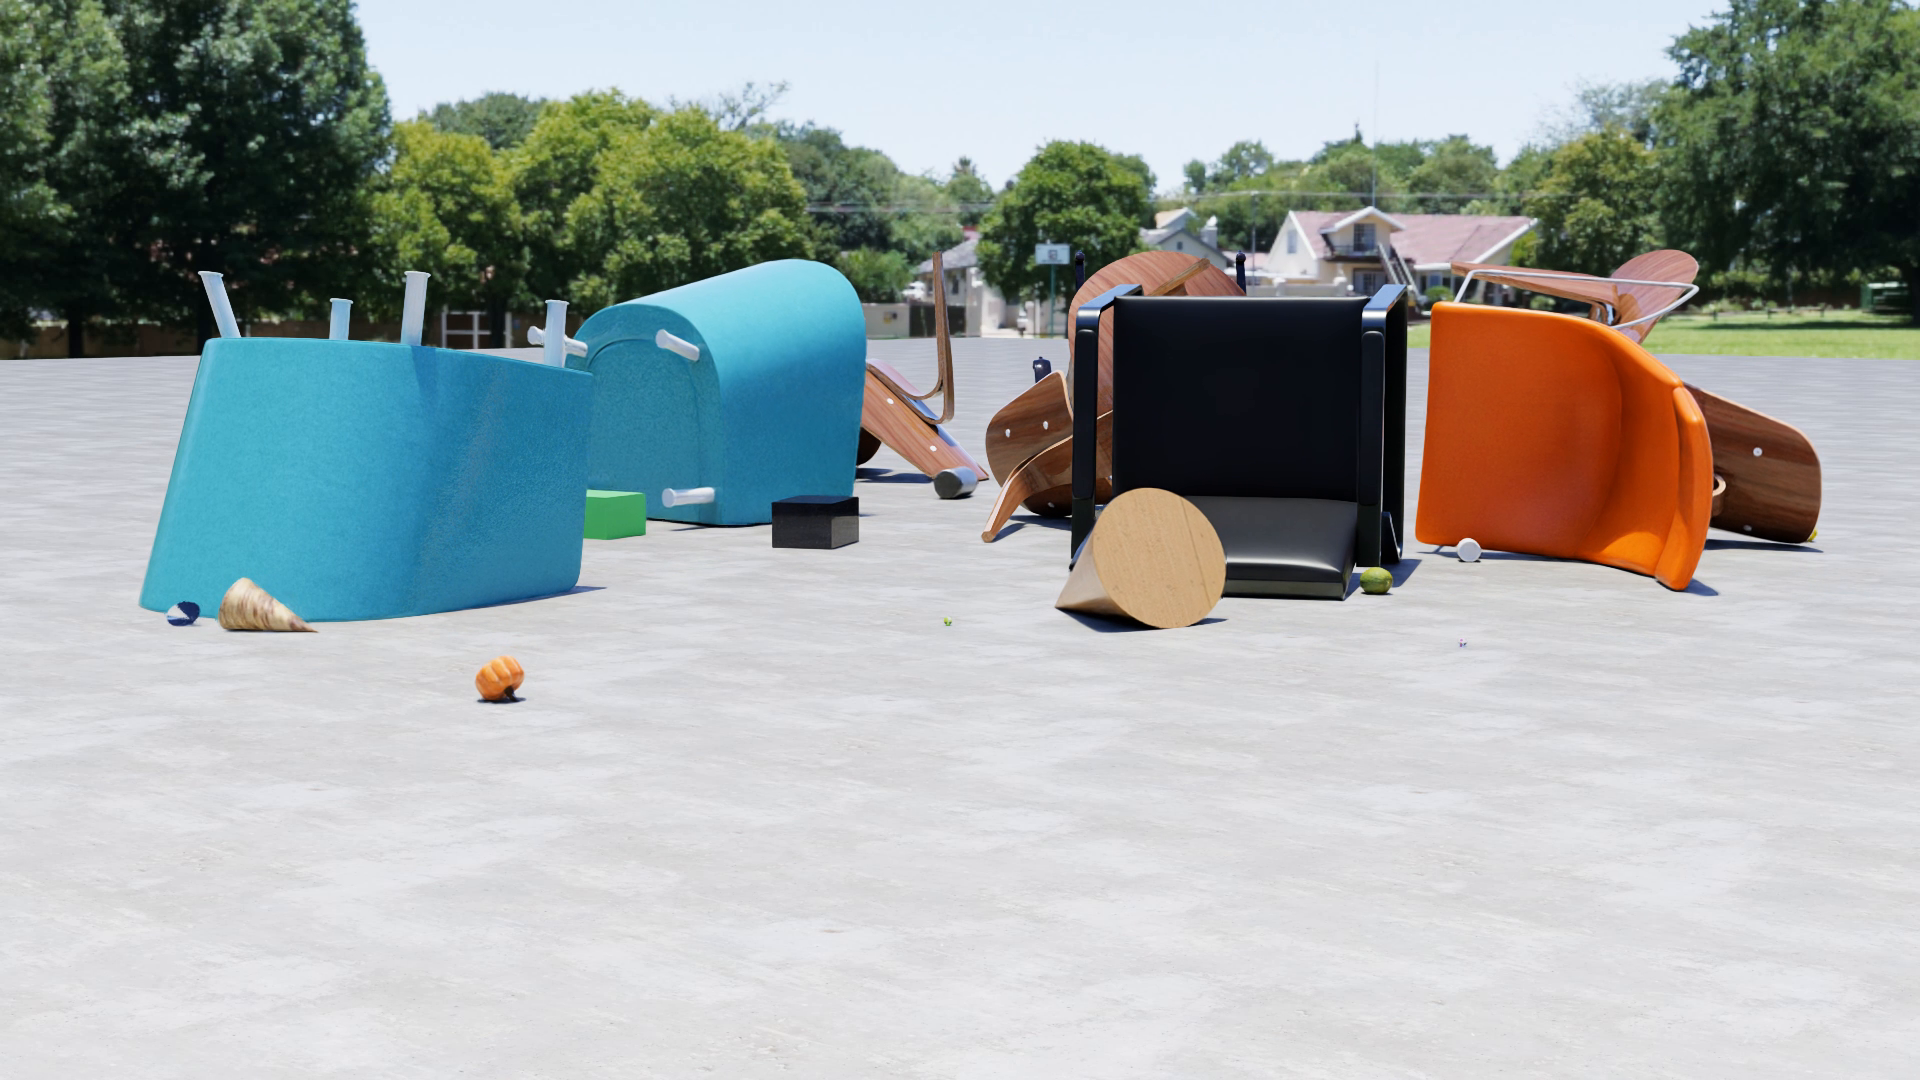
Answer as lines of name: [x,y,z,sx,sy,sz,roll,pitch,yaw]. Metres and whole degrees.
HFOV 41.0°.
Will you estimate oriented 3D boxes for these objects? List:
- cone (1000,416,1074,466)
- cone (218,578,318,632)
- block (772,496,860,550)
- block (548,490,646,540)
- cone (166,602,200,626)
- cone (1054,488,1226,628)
cone: [0.284,-0.302,8.925,0.262,0.197,0.172,-3,36,-8]
cone: [-1.268,0.145,4.769,0.181,0.098,0.112,18,32,14]
block: [-0.354,-0.044,6.300,0.153,0.111,0.209,2,6,16]
block: [-0.922,-0.065,6.522,0.188,0.106,0.158,4,7,31]
cone: [-1.461,0.149,4.860,0.068,0.050,0.047,-8,-24,8]
cone: [0.282,0.084,4.974,0.320,0.276,0.348,-6,-13,-36]
